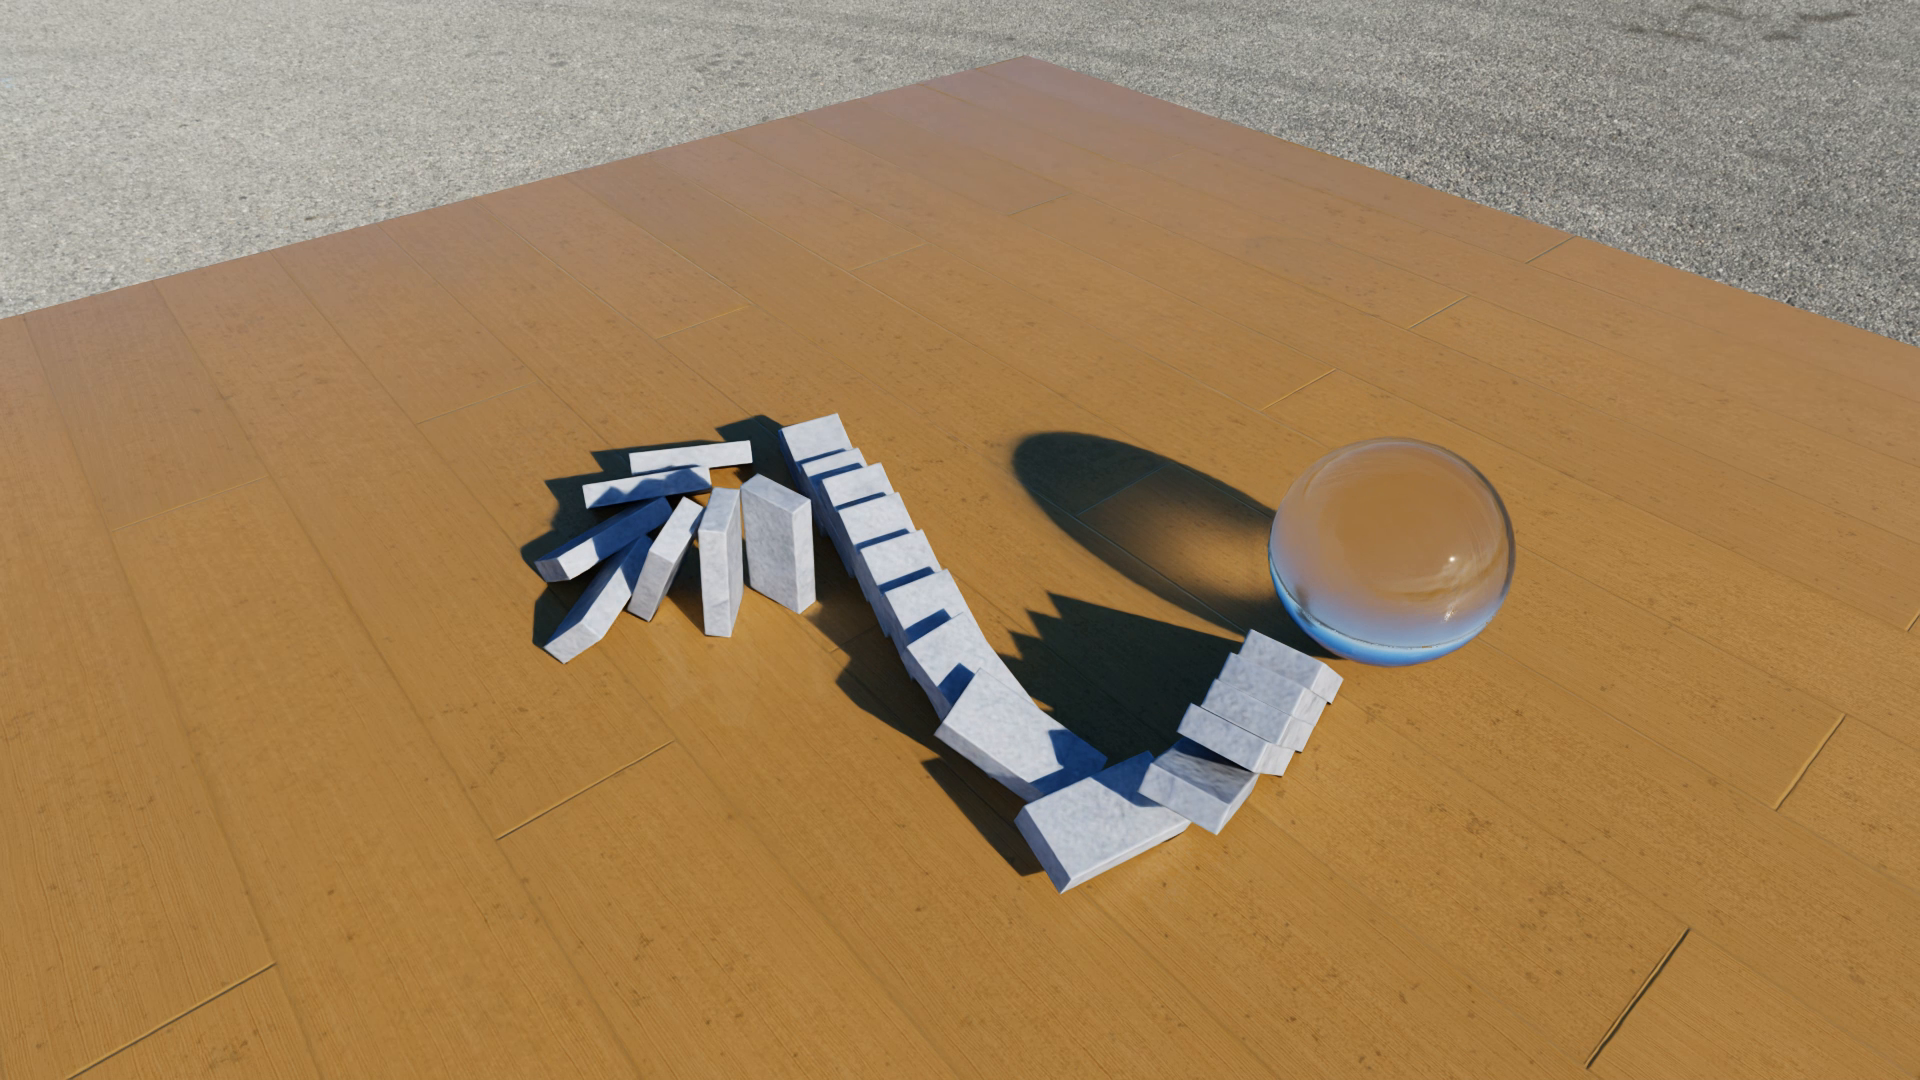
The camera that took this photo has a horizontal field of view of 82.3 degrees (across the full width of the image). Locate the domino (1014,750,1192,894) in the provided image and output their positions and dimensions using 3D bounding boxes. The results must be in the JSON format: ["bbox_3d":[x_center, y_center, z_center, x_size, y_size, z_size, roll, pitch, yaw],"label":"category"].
[{"bbox_3d":[0.044,0.084,0.330,0.050,0.009,0.025,-15,55,-32],"label":"domino"}]

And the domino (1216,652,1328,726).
[{"bbox_3d":[0.102,0.049,0.358,0.025,0.050,0.009,26,90,28],"label":"domino"}]

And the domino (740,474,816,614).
[{"bbox_3d":[-0.067,0.002,0.408,0.025,0.050,0.010,26,46,23],"label":"domino"}]

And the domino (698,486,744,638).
[{"bbox_3d":[-0.087,0.008,0.401,0.009,0.050,0.025,6,39,-2],"label":"domino"}]

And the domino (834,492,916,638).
[{"bbox_3d":[-0.026,0.009,0.413,0.025,0.009,0.050,-19,73,-22],"label":"domino"}]

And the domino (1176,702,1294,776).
[{"bbox_3d":[0.086,0.062,0.341,0.025,0.050,0.009,26,90,28],"label":"domino"}]

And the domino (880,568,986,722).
[{"bbox_3d":[-0.005,0.037,0.382,0.025,0.010,0.050,-20,69,-23],"label":"domino"}]

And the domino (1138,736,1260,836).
[{"bbox_3d":[0.074,0.072,0.333,0.025,0.009,0.050,26,12,23],"label":"domino"}]

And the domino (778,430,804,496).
[{"bbox_3d":[-0.062,-0.034,0.485,0.025,0.010,0.050,-13,41,-15],"label":"domino"}]

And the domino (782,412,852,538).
[{"bbox_3d":[-0.055,-0.028,0.461,0.025,0.009,0.050,-18,67,-17],"label":"domino"}]

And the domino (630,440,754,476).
[{"bbox_3d":[-0.115,-0.035,0.477,0.050,0.009,0.025,-7,5,-9],"label":"domino"}]

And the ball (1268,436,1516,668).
[{"bbox_3d":[0.149,0.004,0.383,0.080,0.080,0.080,0,39,0],"label":"ball"}]

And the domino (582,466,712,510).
[{"bbox_3d":[-0.130,-0.022,0.459,0.050,0.009,0.025,-10,2,-12],"label":"domino"}]

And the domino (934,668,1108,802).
[{"bbox_3d":[0.019,0.065,0.348,0.050,0.010,0.025,35,49,4],"label":"domino"}]

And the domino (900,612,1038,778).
[{"bbox_3d":[0.005,0.051,0.365,0.025,0.010,0.050,-30,73,-30],"label":"domino"}]

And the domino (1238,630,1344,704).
[{"bbox_3d":[0.111,0.042,0.365,0.025,0.050,0.010,26,90,28],"label":"domino"}]

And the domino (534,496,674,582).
[{"bbox_3d":[-0.140,-0.001,0.435,0.025,0.009,0.050,-7,24,49],"label":"domino"}]

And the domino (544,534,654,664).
[{"bbox_3d":[-0.131,0.021,0.407,0.025,0.010,0.050,-30,25,33],"label":"domino"}]

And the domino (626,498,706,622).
[{"bbox_3d":[-0.107,0.008,0.400,0.009,0.050,0.025,29,53,-9],"label":"domino"}]

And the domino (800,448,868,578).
[{"bbox_3d":[-0.043,-0.012,0.442,0.025,0.009,0.050,-20,67,-22],"label":"domino"}]

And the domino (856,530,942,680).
[{"bbox_3d":[-0.016,0.023,0.398,0.025,0.009,0.050,-18,70,-22],"label":"domino"}]

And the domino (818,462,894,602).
[{"bbox_3d":[-0.033,-0.003,0.427,0.025,0.009,0.050,-18,73,-22],"label":"domino"}]

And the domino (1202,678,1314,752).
[{"bbox_3d":[0.095,0.056,0.349,0.025,0.050,0.010,26,90,28],"label":"domino"}]
